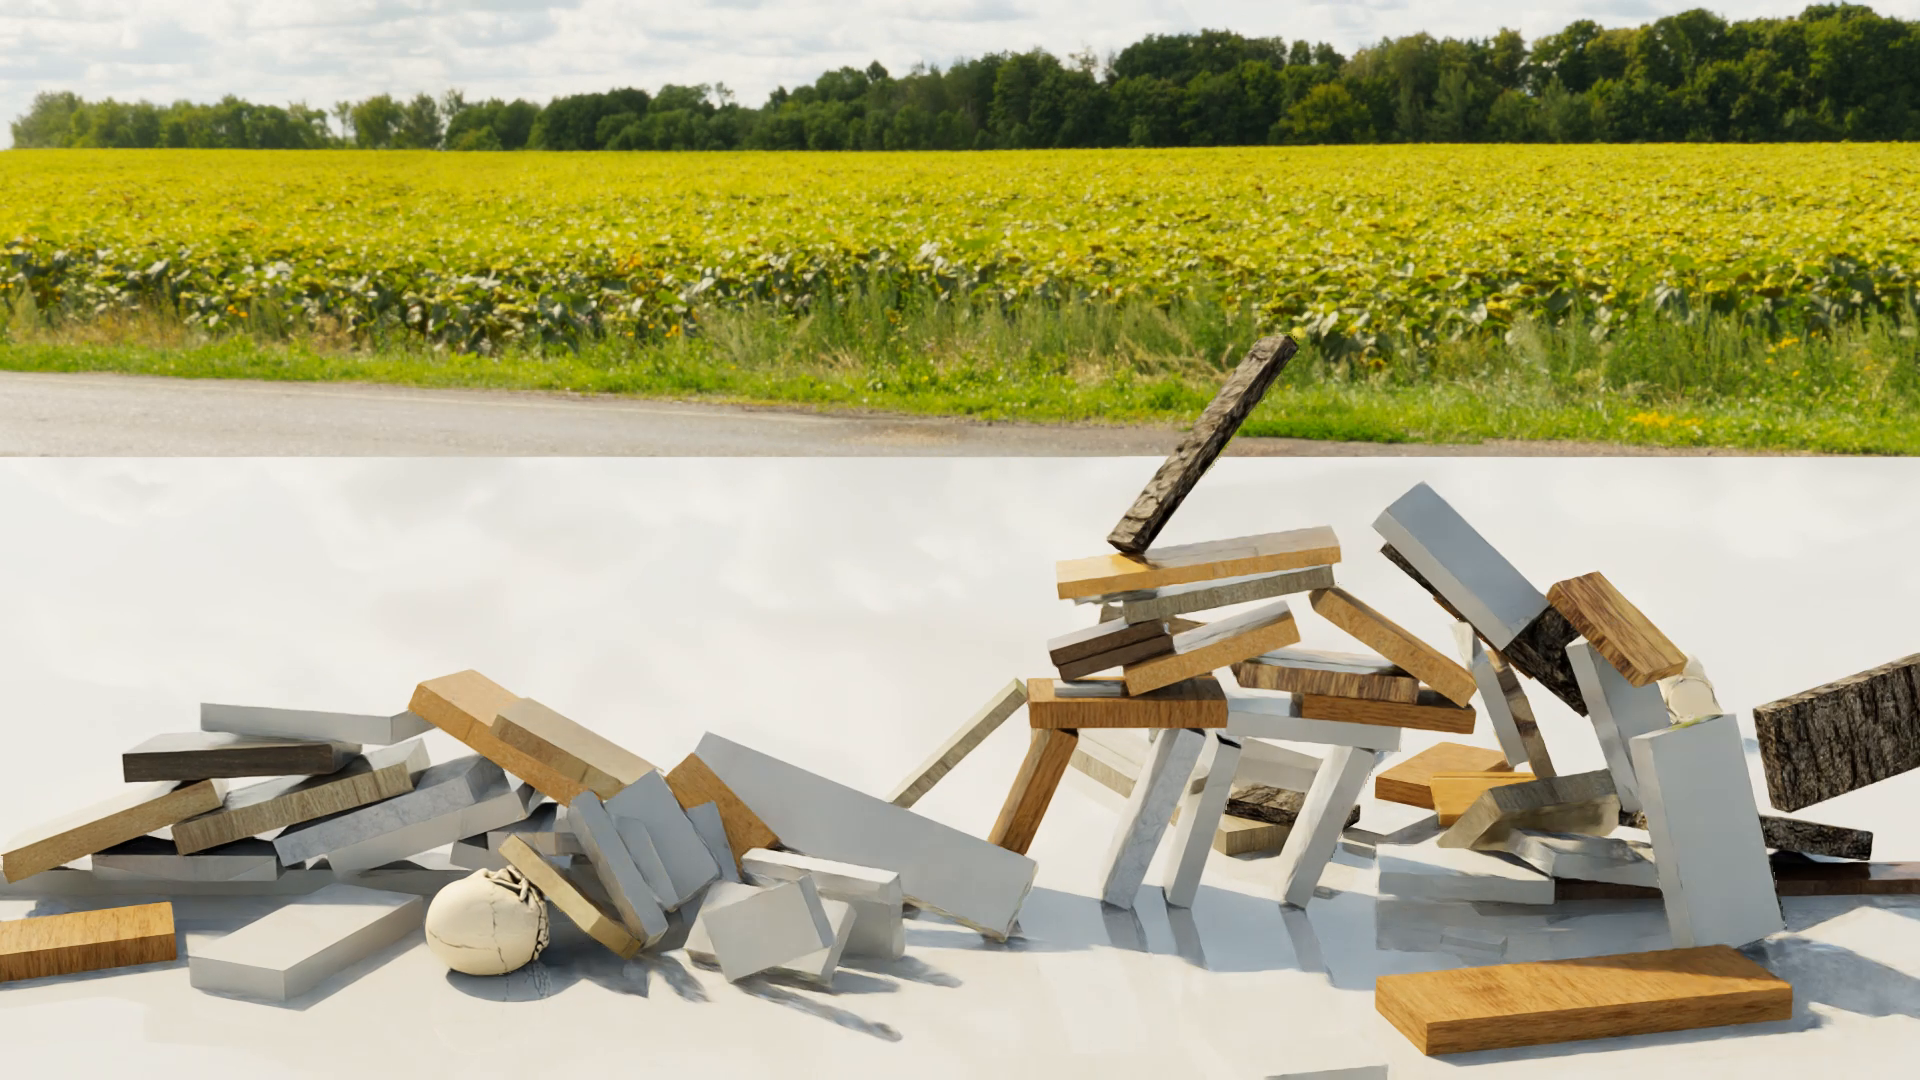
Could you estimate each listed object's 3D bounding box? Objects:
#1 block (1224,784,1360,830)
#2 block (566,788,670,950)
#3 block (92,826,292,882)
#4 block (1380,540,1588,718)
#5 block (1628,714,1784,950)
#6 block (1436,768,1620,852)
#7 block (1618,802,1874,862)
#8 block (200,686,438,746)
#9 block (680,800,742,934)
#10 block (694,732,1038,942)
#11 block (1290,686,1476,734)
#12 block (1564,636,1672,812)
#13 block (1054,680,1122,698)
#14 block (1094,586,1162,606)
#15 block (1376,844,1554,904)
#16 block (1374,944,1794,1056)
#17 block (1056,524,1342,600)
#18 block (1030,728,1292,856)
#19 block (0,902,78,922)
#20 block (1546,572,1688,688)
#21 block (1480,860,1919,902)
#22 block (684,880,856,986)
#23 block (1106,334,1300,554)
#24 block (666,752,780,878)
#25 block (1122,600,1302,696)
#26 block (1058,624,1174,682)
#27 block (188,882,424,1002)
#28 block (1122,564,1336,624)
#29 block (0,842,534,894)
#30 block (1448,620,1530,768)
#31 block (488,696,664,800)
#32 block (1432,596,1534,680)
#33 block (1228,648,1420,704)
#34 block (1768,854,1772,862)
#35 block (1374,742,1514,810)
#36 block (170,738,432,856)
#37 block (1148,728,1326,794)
[{"bbox_3d":[0.593,0.481,3.934,0.217,0.031,0.108,8,13,36],"label":"block"},{"bbox_3d":[-0.529,0.508,3.385,0.034,0.242,0.121,-27,-11,-22],"label":"block"},{"bbox_3d":[-1.269,0.523,3.675,0.303,0.043,0.152,0,11,1],"label":"block"},{"bbox_3d":[0.887,0.108,3.606,0.423,0.041,0.143,40,41,5],"label":"block"},{"bbox_3d":[1.153,0.456,3.397,0.172,0.345,0.049,-12,-1,-23],"label":"block"},{"bbox_3d":[1.006,0.470,3.764,0.353,0.176,0.050,-5,55,-28],"label":"block"},{"bbox_3d":[1.338,0.491,3.744,0.404,0.050,0.176,10,-3,-26],"label":"block"},{"bbox_3d":[-1.078,0.295,3.706,0.344,0.049,0.172,3,6,12],"label":"block"},{"bbox_3d":[-0.405,0.524,3.471,0.102,0.204,0.029,-18,-23,-7],"label":"block"},{"bbox_3d":[-0.175,0.474,3.545,0.600,0.132,0.037,19,-29,16],"label":"block"},{"bbox_3d":[0.691,0.268,3.600,0.277,0.039,0.139,6,11,0],"label":"block"},{"bbox_3d":[1.072,0.275,3.529,0.143,0.286,0.041,-25,6,-39],"label":"block"},{"bbox_3d":[0.207,0.241,3.575,0.108,0.015,0.054,0,11,1],"label":"block"},{"bbox_3d":[0.276,0.086,3.633,0.108,0.015,0.054,-10,10,15],"label":"block"},{"bbox_3d":[0.829,0.550,3.626,0.277,0.039,0.139,2,11,8],"label":"block"},{"bbox_3d":[0.896,0.659,3.165,0.565,0.049,0.172,-2,11,-13],"label":"block"},{"bbox_3d":[0.386,0.036,3.593,0.459,0.029,0.103,-8,19,4],"label":"block"},{"bbox_3d":[0.376,0.461,4.247,0.153,0.043,0.800,-5,11,-23],"label":"block"},{"bbox_3d":[-1.479,0.608,3.531,0.052,0.015,0.104,9,14,41],"label":"block"},{"bbox_3d":[1.038,0.140,3.478,0.106,0.030,0.212,-13,48,-31],"label":"block"},{"bbox_3d":[1.266,0.572,3.694,0.818,0.026,0.090,-1,11,-3],"label":"block"},{"bbox_3d":[-0.289,0.596,3.346,0.242,0.034,0.121,5,54,26],"label":"block"},{"bbox_3d":[0.403,-0.160,3.657,0.030,0.441,0.106,40,-9,-16],"label":"block"},{"bbox_3d":[-0.398,0.447,3.540,0.204,0.102,0.029,42,-11,21],"label":"block"},{"bbox_3d":[0.408,0.176,3.600,0.287,0.041,0.144,-19,9,6],"label":"block"},{"bbox_3d":[0.256,0.185,3.618,0.191,0.027,0.095,-16,8,5],"label":"block"},{"bbox_3d":[-1.003,0.616,3.394,0.172,0.049,0.344,4,11,21],"label":"block"},{"bbox_3d":[0.440,0.080,3.613,0.343,0.033,0.117,-11,8,8],"label":"block"},{"bbox_3d":[-1.228,0.556,3.736,1.023,0.043,0.152,0,11,0],"label":"block"},{"bbox_3d":[0.867,0.251,3.606,0.033,0.233,0.117,-24,33,8],"label":"block"},{"bbox_3d":[-0.630,0.350,3.624,0.264,0.037,0.132,28,12,6],"label":"block"},{"bbox_3d":[0.882,0.136,3.644,0.206,0.029,0.103,40,30,6],"label":"block"},{"bbox_3d":[0.594,0.217,3.603,0.287,0.041,0.144,5,11,-1],"label":"block"},{"bbox_3d":[1.267,0.523,3.698,0.181,0.026,0.090,10,5,-31],"label":"block"},{"bbox_3d":[0.943,0.457,4.267,0.153,0.043,0.305,8,13,36],"label":"block"},{"bbox_3d":[-1.093,0.425,3.663,0.393,0.049,0.174,-16,9,-2],"label":"block"},{"bbox_3d":[0.537,0.424,4.266,0.031,0.108,0.465,-8,13,-38],"label":"block"}]
